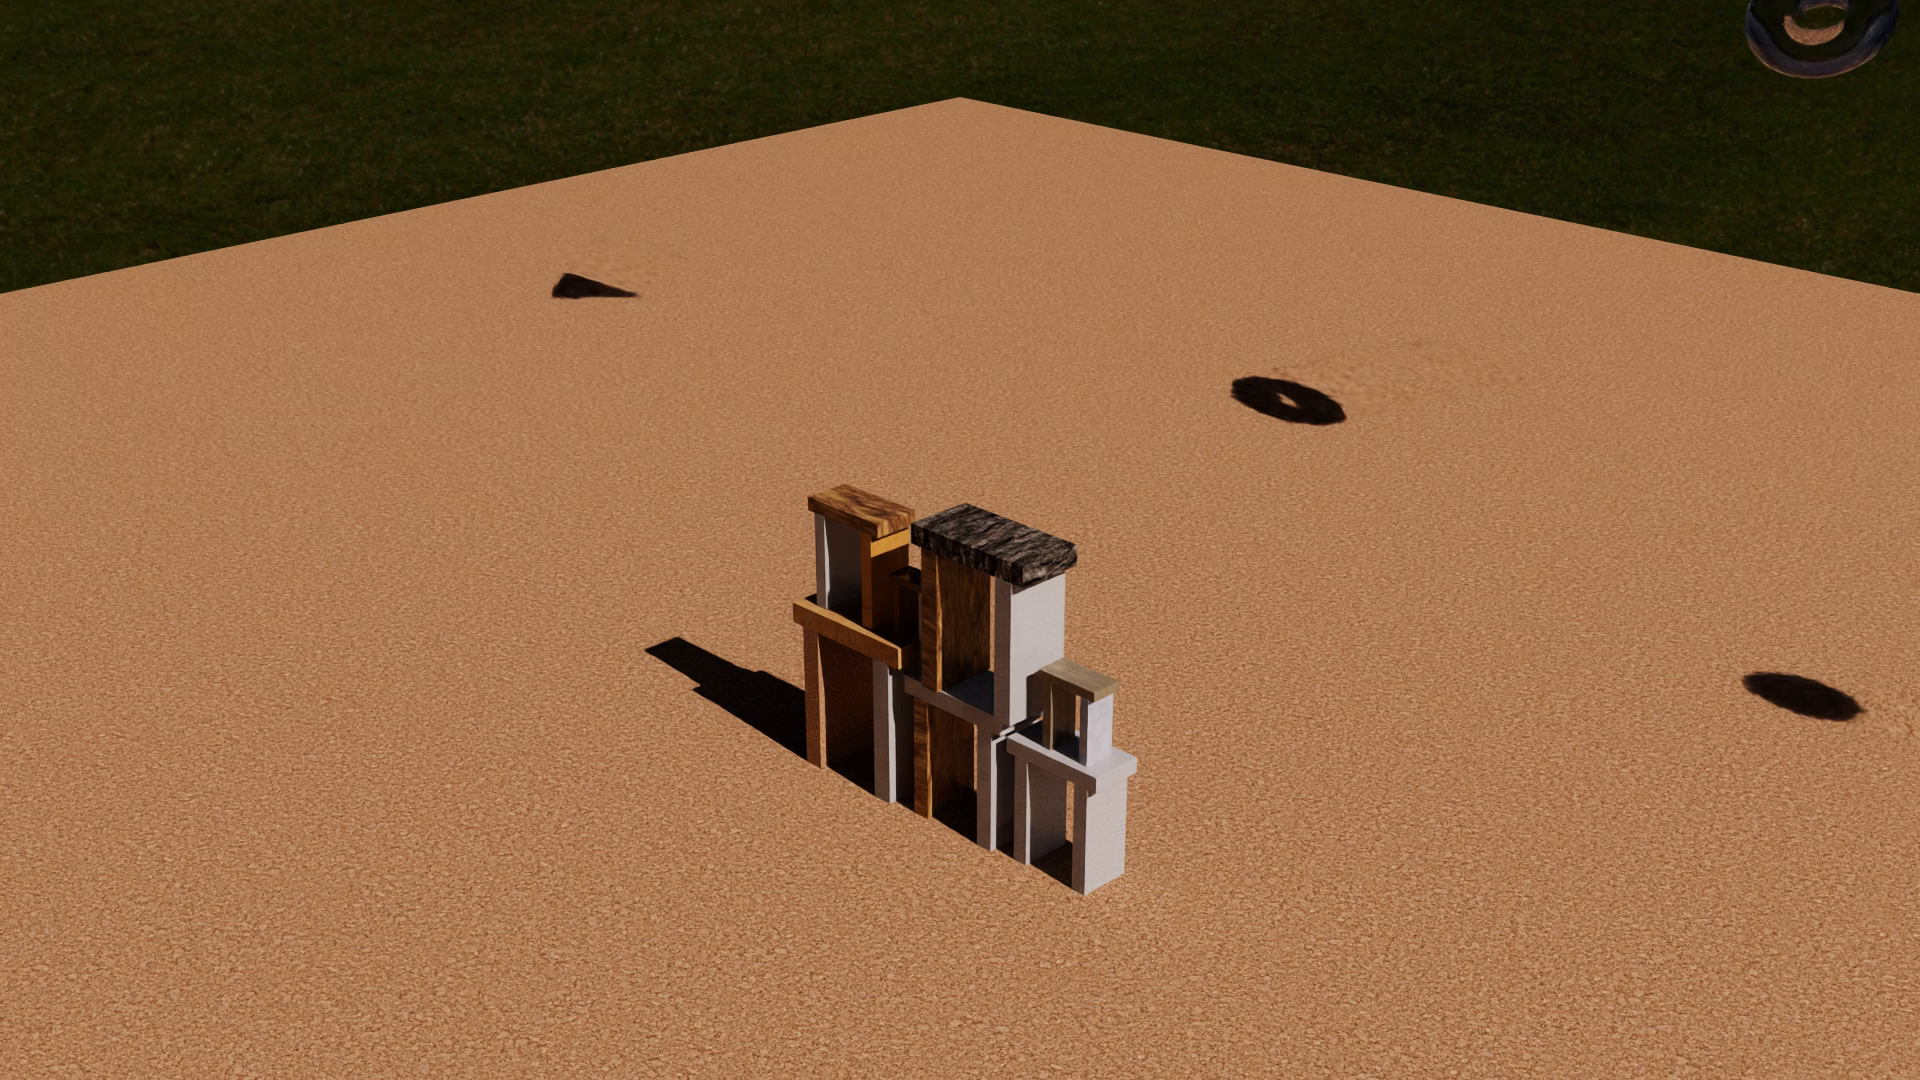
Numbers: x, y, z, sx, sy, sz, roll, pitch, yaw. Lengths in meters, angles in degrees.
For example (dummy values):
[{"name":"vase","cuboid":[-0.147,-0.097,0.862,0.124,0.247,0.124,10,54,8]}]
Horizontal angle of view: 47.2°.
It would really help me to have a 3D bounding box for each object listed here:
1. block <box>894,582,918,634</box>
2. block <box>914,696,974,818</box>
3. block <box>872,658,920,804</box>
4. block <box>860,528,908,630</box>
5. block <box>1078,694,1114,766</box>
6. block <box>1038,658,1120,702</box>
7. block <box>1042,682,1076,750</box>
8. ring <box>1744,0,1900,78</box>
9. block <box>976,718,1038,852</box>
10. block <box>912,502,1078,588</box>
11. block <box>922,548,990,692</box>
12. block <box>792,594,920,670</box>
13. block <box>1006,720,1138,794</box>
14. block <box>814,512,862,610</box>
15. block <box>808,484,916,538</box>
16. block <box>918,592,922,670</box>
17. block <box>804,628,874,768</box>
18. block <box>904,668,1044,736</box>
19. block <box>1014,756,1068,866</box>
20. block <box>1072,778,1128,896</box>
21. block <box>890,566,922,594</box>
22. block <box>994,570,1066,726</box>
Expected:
[{"name":"block","cuboid":[-0.107,0.128,4.397,0.015,0.109,0.054,21,31,41]},{"name":"block","cuboid":[-0.032,0.417,4.437,0.133,0.265,0.038,-21,31,-41]},{"name":"block","cuboid":[-0.103,0.366,4.494,0.045,0.316,0.158,21,31,41]},{"name":"block","cuboid":[-0.150,0.068,4.414,0.029,0.206,0.103,21,31,41]},{"name":"block","cuboid":[0.254,0.346,4.095,0.020,0.139,0.070,21,31,41]},{"name":"block","cuboid":[0.221,0.260,4.095,0.139,0.020,0.070,21,31,41]},{"name":"block","cuboid":[0.188,0.321,4.156,0.020,0.140,0.070,21,31,41]},{"name":"ring","cuboid":[2.009,-1.220,5.134,0.339,0.113,0.339,-12,54,17]},{"name":"block","cuboid":[0.094,0.466,4.322,0.133,0.266,0.038,-21,31,-41]},{"name":"block","cuboid":[0.063,0.008,4.157,0.148,0.042,0.295,-21,31,-40]},{"name":"block","cuboid":[-0.007,0.136,4.287,0.148,0.295,0.042,-21,31,-41]},{"name":"block","cuboid":[-0.177,0.171,4.492,0.316,0.045,0.158,21,31,41]},{"name":"block","cuboid":[0.211,0.407,4.172,0.229,0.033,0.115,21,31,41]},{"name":"block","cuboid":[-0.247,0.030,4.504,0.029,0.206,0.103,21,31,41]},{"name":"block","cuboid":[-0.198,-0.060,4.413,0.206,0.029,0.103,21,31,41]},{"name":"block","cuboid":[-0.056,0.174,4.361,0.054,0.166,0.015,-21,31,-41]},{"name":"block","cuboid":[-0.252,0.308,4.631,0.045,0.316,0.158,21,31,41]},{"name":"block","cuboid":[0.030,0.303,4.320,0.133,0.038,0.266,-21,31,-41]},{"name":"block","cuboid":[0.157,0.507,4.273,0.033,0.229,0.115,21,31,41]},{"name":"block","cuboid":[0.265,0.549,4.174,0.033,0.230,0.115,21,31,41]},{"name":"block","cuboid":[-0.082,0.080,4.349,0.054,0.015,0.109,-21,31,-40]},{"name":"block","cuboid":[0.131,0.191,4.158,0.148,0.295,0.042,-21,31,-41]}]
